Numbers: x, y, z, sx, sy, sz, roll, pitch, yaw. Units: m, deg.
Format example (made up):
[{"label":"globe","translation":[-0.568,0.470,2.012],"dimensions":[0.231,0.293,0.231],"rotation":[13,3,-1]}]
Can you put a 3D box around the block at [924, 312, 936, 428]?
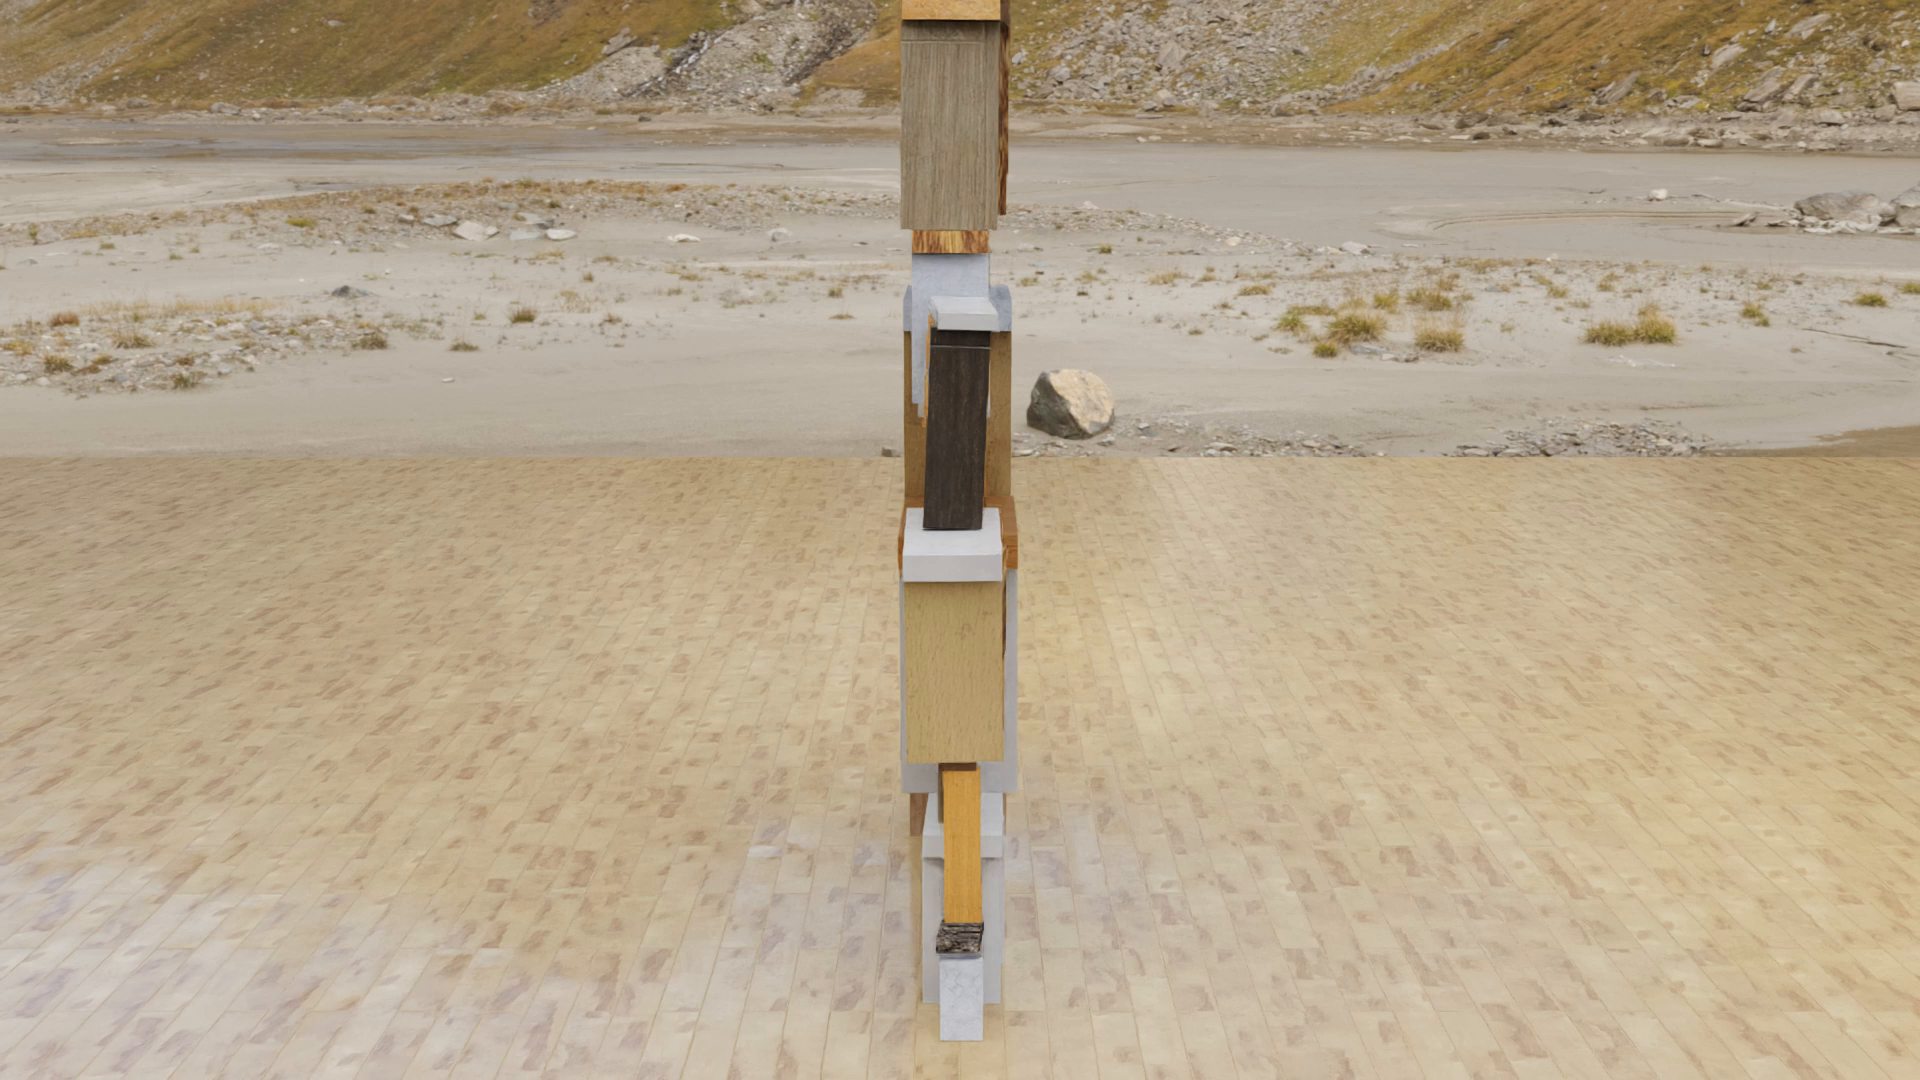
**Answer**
[{"label":"block","translation":[-0.008,-0.245,3.205],"dimensions":[0.083,0.166,0.024],"rotation":[3,11,2]}]

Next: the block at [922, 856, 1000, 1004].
[{"label":"block","translation":[0.002,0.561,3.201],"dimensions":[0.113,0.227,0.032],"rotation":[0,10,0]}]

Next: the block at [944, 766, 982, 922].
[{"label":"block","translation":[0.004,0.434,3.134],"dimensions":[0.053,0.228,0.015],"rotation":[0,10,2]}]

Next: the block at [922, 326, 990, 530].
[{"label":"block","translation":[-0.005,-0.157,3.096],"dimensions":[0.083,0.285,0.024],"rotation":[2,12,-1]}]

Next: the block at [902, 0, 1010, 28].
[{"label":"block","translation":[-0.002,-0.790,3.280],"dimensions":[0.142,0.040,0.283],"rotation":[1,11,4]}]

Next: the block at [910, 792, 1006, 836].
[{"label":"block","translation":[-0.004,0.359,3.961],"dimensions":[0.174,0.347,0.049],"rotation":[0,11,0]}]

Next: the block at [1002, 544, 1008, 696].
[{"label":"block","translation":[-0.001,0.143,3.252],"dimensions":[0.135,0.276,0.038],"rotation":[1,11,0]}]

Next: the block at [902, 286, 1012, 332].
[{"label":"block","translation":[-0.004,-0.390,3.684],"dimensions":[0.174,0.049,0.348],"rotation":[0,11,0]}]

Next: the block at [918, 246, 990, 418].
[{"label":"block","translation":[-0.010,-0.323,3.408],"dimensions":[0.112,0.263,0.032],"rotation":[0,9,1]}]

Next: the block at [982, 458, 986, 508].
[{"label":"block","translation":[-0.003,-0.097,3.279],"dimensions":[0.083,0.166,0.023],"rotation":[0,10,2]}]

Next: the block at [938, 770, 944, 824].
[{"label":"block","translation":[-0.006,0.359,3.194],"dimensions":[0.053,0.105,0.015],"rotation":[1,8,8]}]

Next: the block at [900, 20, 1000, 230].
[{"label":"block","translation":[-0.015,-0.606,3.219],"dimensions":[0.142,0.299,0.040],"rotation":[1,11,1]}]

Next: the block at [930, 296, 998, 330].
[{"label":"block","translation":[0.004,-0.322,3.120],"dimensions":[0.083,0.024,0.167],"rotation":[1,14,-5]}]

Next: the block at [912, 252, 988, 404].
[{"label":"block","translation":[-0.015,-0.315,3.259],"dimensions":[0.112,0.223,0.032],"rotation":[0,11,1]}]

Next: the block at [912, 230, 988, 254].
[{"label":"block","translation":[-0.015,-0.455,3.309],"dimensions":[0.112,0.032,0.223],"rotation":[0,11,-1]}]

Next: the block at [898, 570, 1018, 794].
[{"label":"block","translation":[-0.002,0.207,3.344],"dimensions":[0.177,0.355,0.050],"rotation":[0,11,0]}]

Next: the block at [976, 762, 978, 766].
[{"label":"block","translation":[0.000,0.356,3.222],"dimensions":[0.050,0.101,0.014],"rotation":[0,8,2]}]

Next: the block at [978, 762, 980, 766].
[{"label":"block","translation":[0.005,0.345,3.291],"dimensions":[0.050,0.101,0.014],"rotation":[0,10,0]}]

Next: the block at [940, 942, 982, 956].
[{"label":"block","translation":[0.001,0.625,3.151],"dimensions":[0.060,0.120,0.017],"rotation":[0,5,4]}]

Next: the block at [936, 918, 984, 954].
[{"label":"block","translation":[0.000,0.559,3.108],"dimensions":[0.060,0.017,0.120],"rotation":[0,5,4]}]

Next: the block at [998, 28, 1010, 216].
[{"label":"block","translation":[0.004,-0.648,3.401],"dimensions":[0.142,0.283,0.040],"rotation":[1,11,2]}]

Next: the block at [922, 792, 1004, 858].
[{"label":"block","translation":[0.006,0.419,3.254],"dimensions":[0.113,0.032,0.227],"rotation":[0,10,2]}]

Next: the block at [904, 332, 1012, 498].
[{"label":"block","translation":[-0.004,-0.096,3.620],"dimensions":[0.174,0.504,0.049],"rotation":[0,11,0]}]

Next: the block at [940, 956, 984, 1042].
[{"label":"block","translation":[0.002,0.640,3.068],"dimensions":[0.060,0.120,0.017],"rotation":[0,13,0]}]

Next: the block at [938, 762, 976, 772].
[{"label":"block","translation":[-0.005,0.305,3.150],"dimensions":[0.053,0.015,0.105],"rotation":[-1,14,-1]}]

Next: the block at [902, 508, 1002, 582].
[{"label":"block","translation":[-0.010,0.005,3.123],"dimensions":[0.135,0.038,0.271],"rotation":[0,14,0]}]

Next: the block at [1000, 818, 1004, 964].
[{"label":"block","translation":[0.011,0.533,3.351],"dimensions":[0.113,0.227,0.032],"rotation":[0,10,0]}]

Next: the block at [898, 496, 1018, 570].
[{"label":"block","translation":[-0.002,-0.014,3.422],"dimensions":[0.177,0.050,0.355],"rotation":[0,11,0]}]

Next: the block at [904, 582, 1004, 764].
[{"label":"block","translation":[-0.009,0.177,3.075],"dimensions":[0.135,0.271,0.038],"rotation":[-1,14,-2]}]
